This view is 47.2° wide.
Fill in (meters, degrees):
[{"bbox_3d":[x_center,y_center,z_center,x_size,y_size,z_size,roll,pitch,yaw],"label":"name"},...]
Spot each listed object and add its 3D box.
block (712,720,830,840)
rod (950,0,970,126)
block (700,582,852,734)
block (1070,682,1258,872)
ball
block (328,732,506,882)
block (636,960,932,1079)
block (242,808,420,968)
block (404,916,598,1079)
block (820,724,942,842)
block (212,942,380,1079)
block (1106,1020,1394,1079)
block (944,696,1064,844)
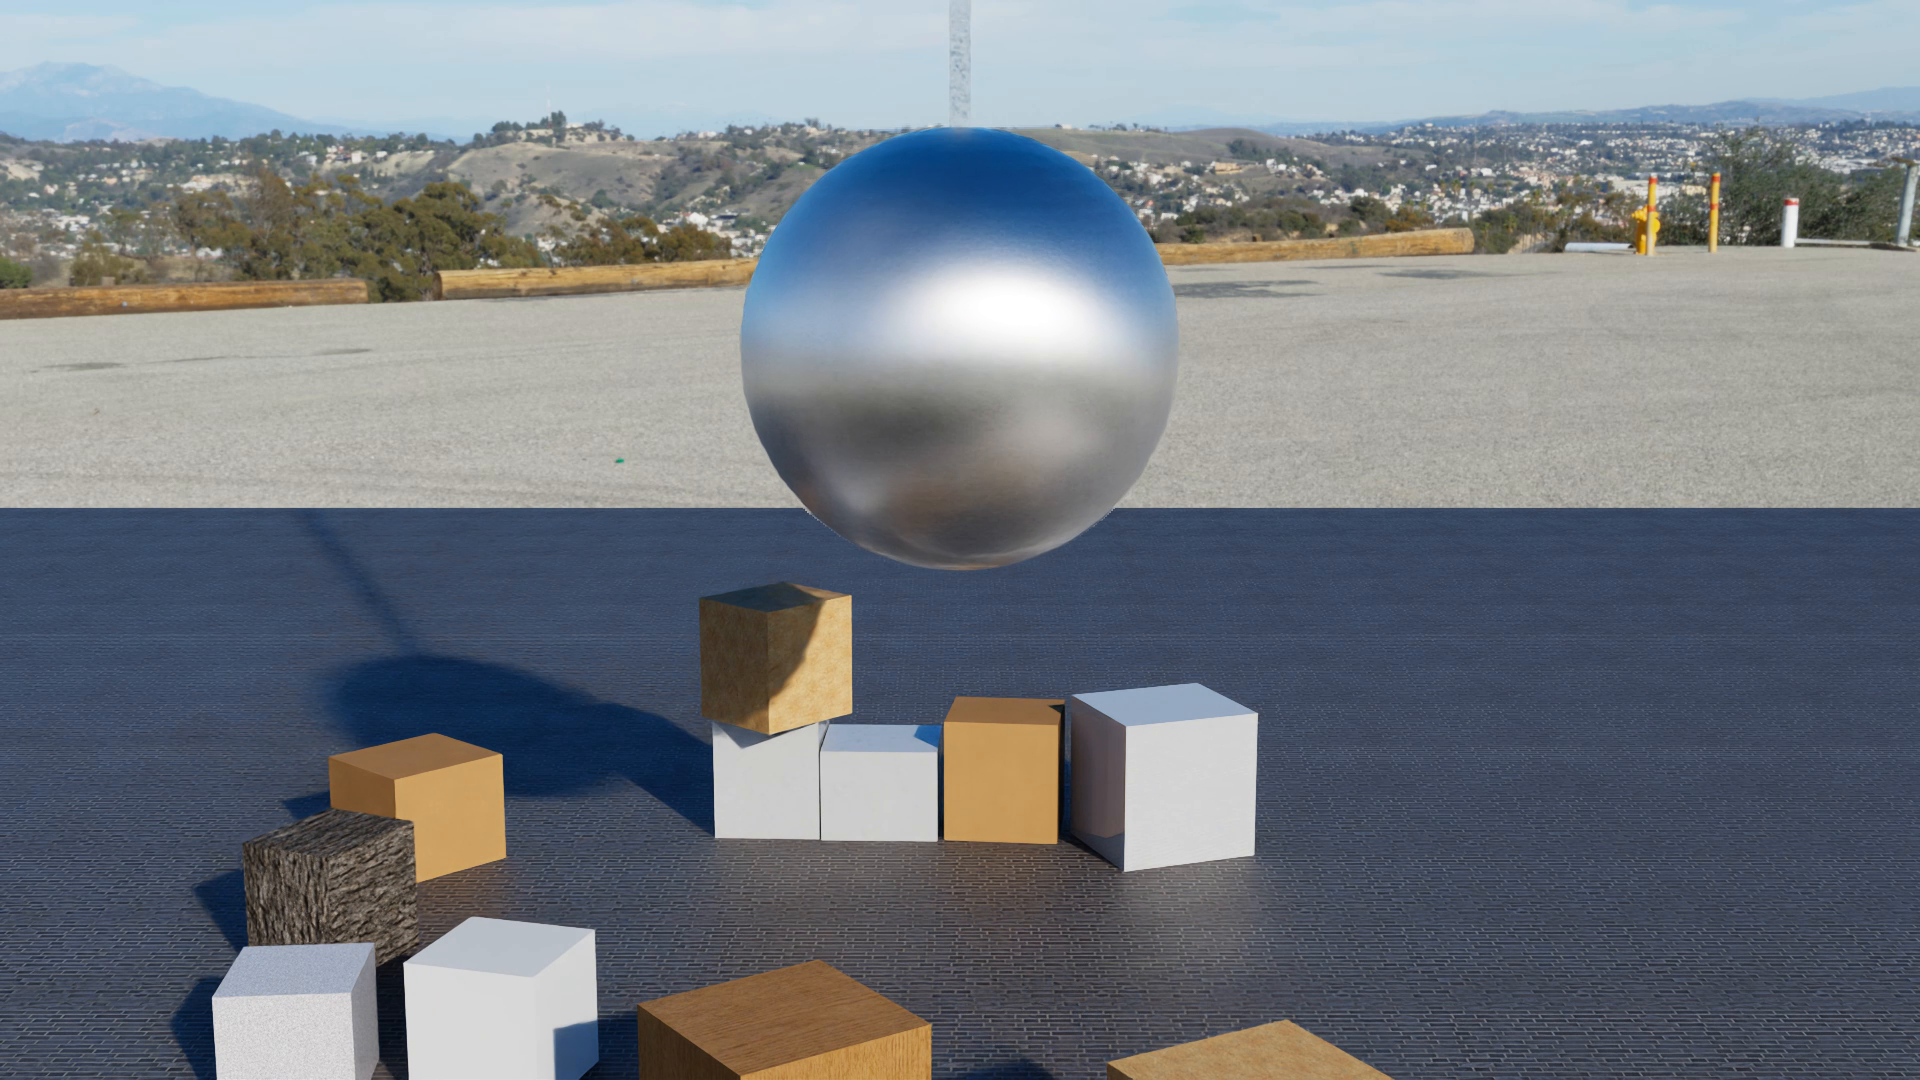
[{"bbox_3d":[-0.971,1.163,11.417,0.535,0.626,0.552,0,10,2],"label":"block"},{"bbox_3d":[0.000,-3.891,9.150,0.080,5.200,0.080,0,-20,0],"label":"rod"},{"bbox_3d":[-0.929,0.586,11.125,0.509,0.613,0.570,10,14,42],"label":"block"},{"bbox_3d":[1.015,1.177,11.055,0.711,0.728,0.658,-4,11,-20],"label":"block"},{"bbox_3d":[0.000,-0.691,8.001,1.600,1.600,1.600,0,10,0],"label":"ball"},{"bbox_3d":[-2.670,1.318,10.831,0.579,0.532,0.612,9,14,42],"label":"block"},{"bbox_3d":[-0.582,1.889,7.263,0.704,0.685,0.698,-7,13,-34],"label":"block"},{"bbox_3d":[-2.713,1.537,9.508,0.462,0.573,0.553,5,11,24],"label":"block"},{"bbox_3d":[-1.718,1.781,8.278,0.523,0.533,0.511,3,11,16],"label":"block"},{"bbox_3d":[-0.402,1.251,11.380,0.591,0.467,0.524,0,10,2],"label":"block"},{"bbox_3d":[-2.472,1.826,8.226,0.490,0.465,0.508,-1,10,-5],"label":"block"},{"bbox_3d":[0.914,1.978,6.634,0.683,0.735,0.691,-6,12,-29],"label":"block"},{"bbox_3d":[0.234,1.180,11.340,0.574,0.621,0.516,1,10,6],"label":"block"}]
